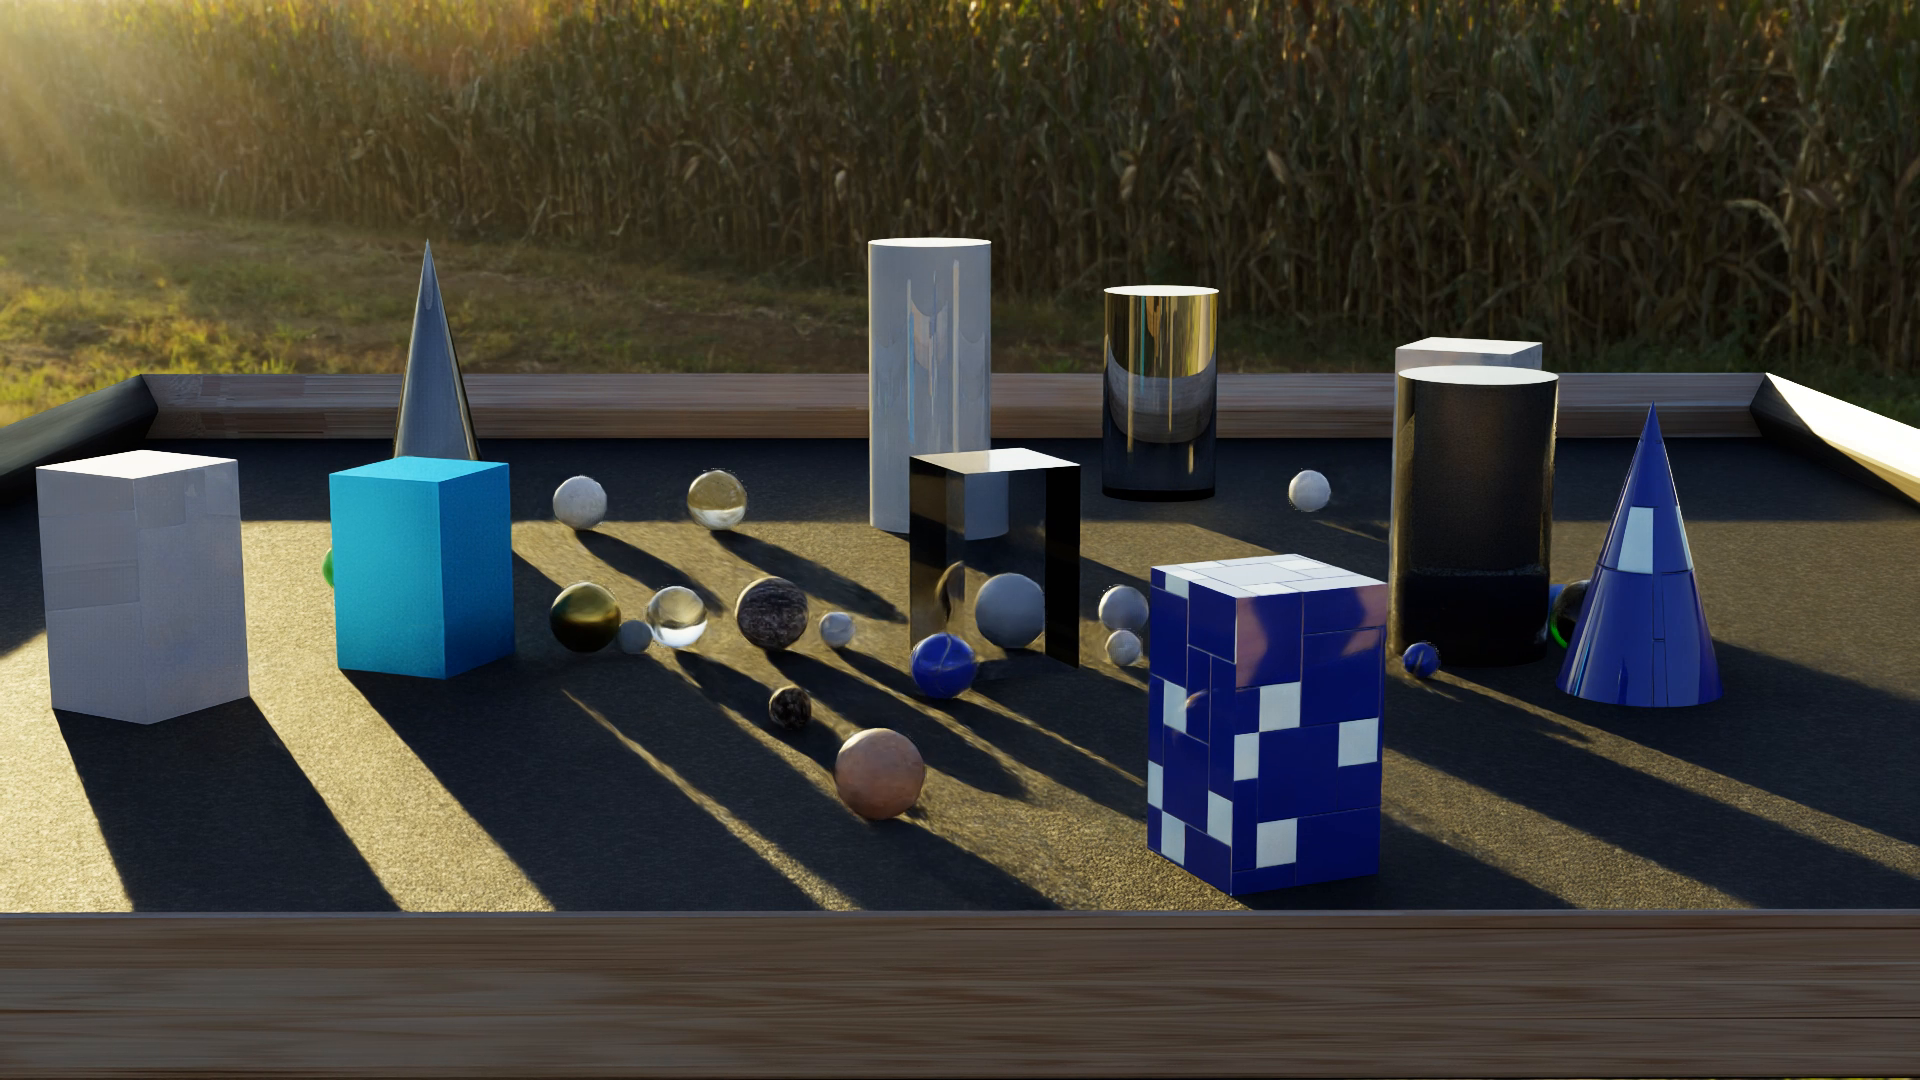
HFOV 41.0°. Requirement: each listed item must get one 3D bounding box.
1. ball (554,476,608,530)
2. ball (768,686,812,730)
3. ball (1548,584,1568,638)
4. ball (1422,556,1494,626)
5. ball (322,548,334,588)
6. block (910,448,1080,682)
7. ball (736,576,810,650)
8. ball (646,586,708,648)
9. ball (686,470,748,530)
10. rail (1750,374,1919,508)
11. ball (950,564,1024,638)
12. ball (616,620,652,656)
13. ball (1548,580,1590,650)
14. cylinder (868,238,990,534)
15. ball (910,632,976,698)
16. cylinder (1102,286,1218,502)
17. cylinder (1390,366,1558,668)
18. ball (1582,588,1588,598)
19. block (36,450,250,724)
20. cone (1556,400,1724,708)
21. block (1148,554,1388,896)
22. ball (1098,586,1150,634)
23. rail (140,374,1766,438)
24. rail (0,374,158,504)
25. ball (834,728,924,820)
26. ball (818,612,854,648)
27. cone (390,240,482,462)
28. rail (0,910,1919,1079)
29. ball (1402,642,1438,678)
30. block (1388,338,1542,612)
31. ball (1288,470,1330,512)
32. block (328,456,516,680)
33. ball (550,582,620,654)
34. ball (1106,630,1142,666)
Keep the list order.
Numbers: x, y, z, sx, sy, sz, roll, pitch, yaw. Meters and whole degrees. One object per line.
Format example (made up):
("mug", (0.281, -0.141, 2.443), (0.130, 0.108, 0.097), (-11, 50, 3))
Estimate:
("ball", (-0.600, -0.058, 4.053), (0.085, 0.085, 0.085), (0, 11, 0))
("ball", (-0.188, 0.186, 2.841), (0.048, 0.048, 0.048), (0, 11, 0))
("ball", (0.767, 0.091, 3.289), (0.071, 0.071, 0.071), (0, 11, 0))
("ball", (0.651, 0.067, 3.362), (0.092, 0.092, 0.092), (0, 11, 0))
("ball", (-0.850, 0.038, 3.568), (0.073, 0.073, 0.073), (0, 11, 0))
("block", (0.041, 0.027, 3.137), (0.155, 0.252, 0.155), (-5, 12, -25))
("ball", (-0.236, 0.092, 3.225), (0.092, 0.092, 0.092), (0, 11, 0))
("ball", (-0.357, 0.097, 3.225), (0.078, 0.078, 0.078), (0, 11, 0))
("ball", (-0.383, -0.062, 4.049), (0.095, 0.095, 0.095), (0, 11, 0))
("rail", (1.574, 0.031, 3.458), (0.045, 0.126, 3.253), (0, 11, 0))
("ball", (0.035, 0.078, 3.292), (0.095, 0.095, 0.095), (0, 11, 0))
("ball", (-0.406, 0.121, 3.199), (0.044, 0.044, 0.044), (0, 11, 0))
("ball", (0.780, 0.098, 3.181), (0.097, 0.097, 0.097), (0, 11, 0))
("cylinder", (-0.048, -0.248, 4.078), (0.194, 0.449, 0.194), (0, 11, 0))
("ball", (-0.019, 0.146, 2.978), (0.077, 0.077, 0.077), (0, 11, 0))
("cylinder", (0.341, -0.252, 4.377), (0.194, 0.347, 0.194), (0, 11, 0))
("cylinder", (0.640, -0.033, 3.199), (0.194, 0.348, 0.194), (0, 11, 0))
("ball", (0.834, 0.087, 3.311), (0.070, 0.070, 0.070), (0, 11, 0))
("block", (-0.935, 0.050, 2.941), (0.155, 0.278, 0.155), (6, 12, 29))
("cone", (0.804, 0.006, 3.006), (0.194, 0.342, 0.194), (0, 11, 0))
("block", (0.279, 0.164, 2.351), (0.155, 0.270, 0.155), (-5, 12, -24))
("ball", (0.211, 0.091, 3.307), (0.065, 0.065, 0.065), (0, 11, 0))
("rail", (-0.009, -0.260, 5.025), (3.195, 0.126, 0.045), (0, 11, 0))
("rail", (-1.574, 0.034, 3.440), (0.045, 0.126, 3.253), (0, 11, 0))
("ball", (-0.079, 0.228, 2.502), (0.089, 0.089, 0.089), (0, 11, 0))
("ball", (-0.156, 0.113, 3.241), (0.046, 0.046, 0.046), (0, 11, 0))
("cone", (-0.796, -0.222, 3.878), (0.194, 0.470, 0.194), (0, 11, 0))
("rail", (0.009, 0.325, 1.873), (3.195, 0.126, 0.045), (0, 11, 0))
("ball", (0.553, 0.144, 3.081), (0.042, 0.042, 0.042), (0, 11, 0))
("block", (0.681, -0.085, 3.459), (0.155, 0.355, 0.155), (5, 12, 27))
("ball", (0.575, -0.081, 4.221), (0.068, 0.068, 0.068), (0, 11, 0))
("block", (-0.659, 0.031, 3.152), (0.155, 0.240, 0.155), (4, 11, 22))
("ball", (-0.464, 0.097, 3.177), (0.087, 0.087, 0.087), (0, 11, 0))
("ball", (0.200, 0.132, 3.142), (0.044, 0.044, 0.044), (0, 11, 0))
